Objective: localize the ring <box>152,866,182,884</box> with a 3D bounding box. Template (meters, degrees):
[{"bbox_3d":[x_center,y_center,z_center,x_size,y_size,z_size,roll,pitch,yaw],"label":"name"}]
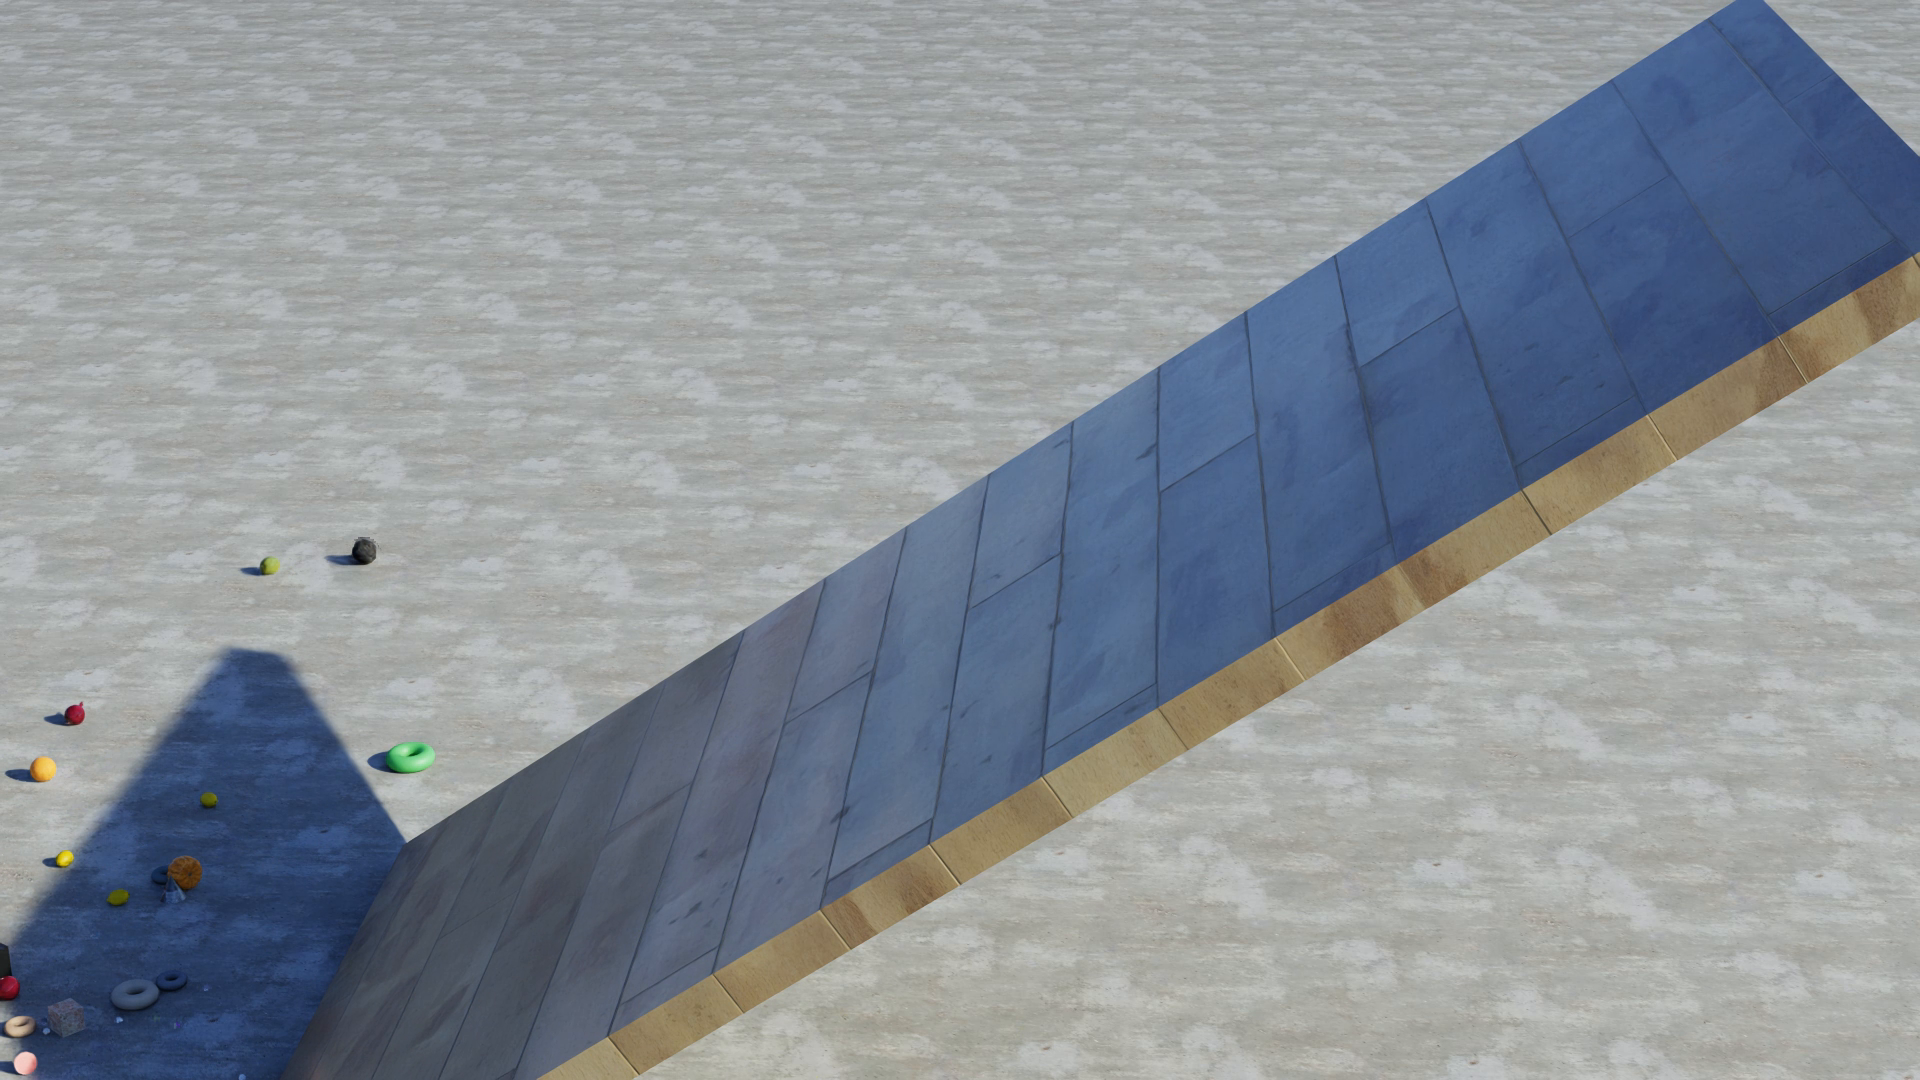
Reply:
[{"bbox_3d":[-2.083,0.880,7.726,0.079,0.026,0.079,0,22,0],"label":"ring"}]

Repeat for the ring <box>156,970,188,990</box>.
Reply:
[{"bbox_3d":[-1.933,1.080,7.211,0.077,0.026,0.077,1,22,0],"label":"ring"}]

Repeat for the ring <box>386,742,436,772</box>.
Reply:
[{"bbox_3d":[-1.564,0.619,8.371,0.140,0.047,0.140,-1,22,0],"label":"ring"}]

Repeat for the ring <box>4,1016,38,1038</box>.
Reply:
[{"bbox_3d":[-2.239,1.159,7.007,0.077,0.026,0.077,1,21,0],"label":"ring"}]

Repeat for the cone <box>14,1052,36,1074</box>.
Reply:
[{"bbox_3d":[-2.185,1.220,6.853,0.052,0.052,0.052,-17,0,-36],"label":"cone"}]

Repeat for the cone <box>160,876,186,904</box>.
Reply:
[{"bbox_3d":[-2.043,0.897,7.624,0.067,0.067,0.067,0,21,0],"label":"cone"}]

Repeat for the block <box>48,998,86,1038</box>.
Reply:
[{"bbox_3d":[-2.130,1.139,7.011,0.060,0.060,0.060,-19,28,-40],"label":"block"}]

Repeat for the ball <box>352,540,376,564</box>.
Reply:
[{"bbox_3d":[-1.987,0.039,9.814,0.082,0.082,0.082,0,21,0],"label":"ball"}]

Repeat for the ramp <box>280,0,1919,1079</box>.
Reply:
[{"bbox_3d":[0.136,0.173,6.305,4.000,0.100,2.000,-32,16,15],"label":"ramp"}]

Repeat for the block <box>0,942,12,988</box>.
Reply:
[{"bbox_3d":[-2.397,1.044,7.203,0.099,0.099,0.099,15,26,34],"label":"block"}]

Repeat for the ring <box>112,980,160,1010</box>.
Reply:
[{"bbox_3d":[-2.001,1.103,7.136,0.113,0.038,0.113,1,21,-1],"label":"ring"}]
